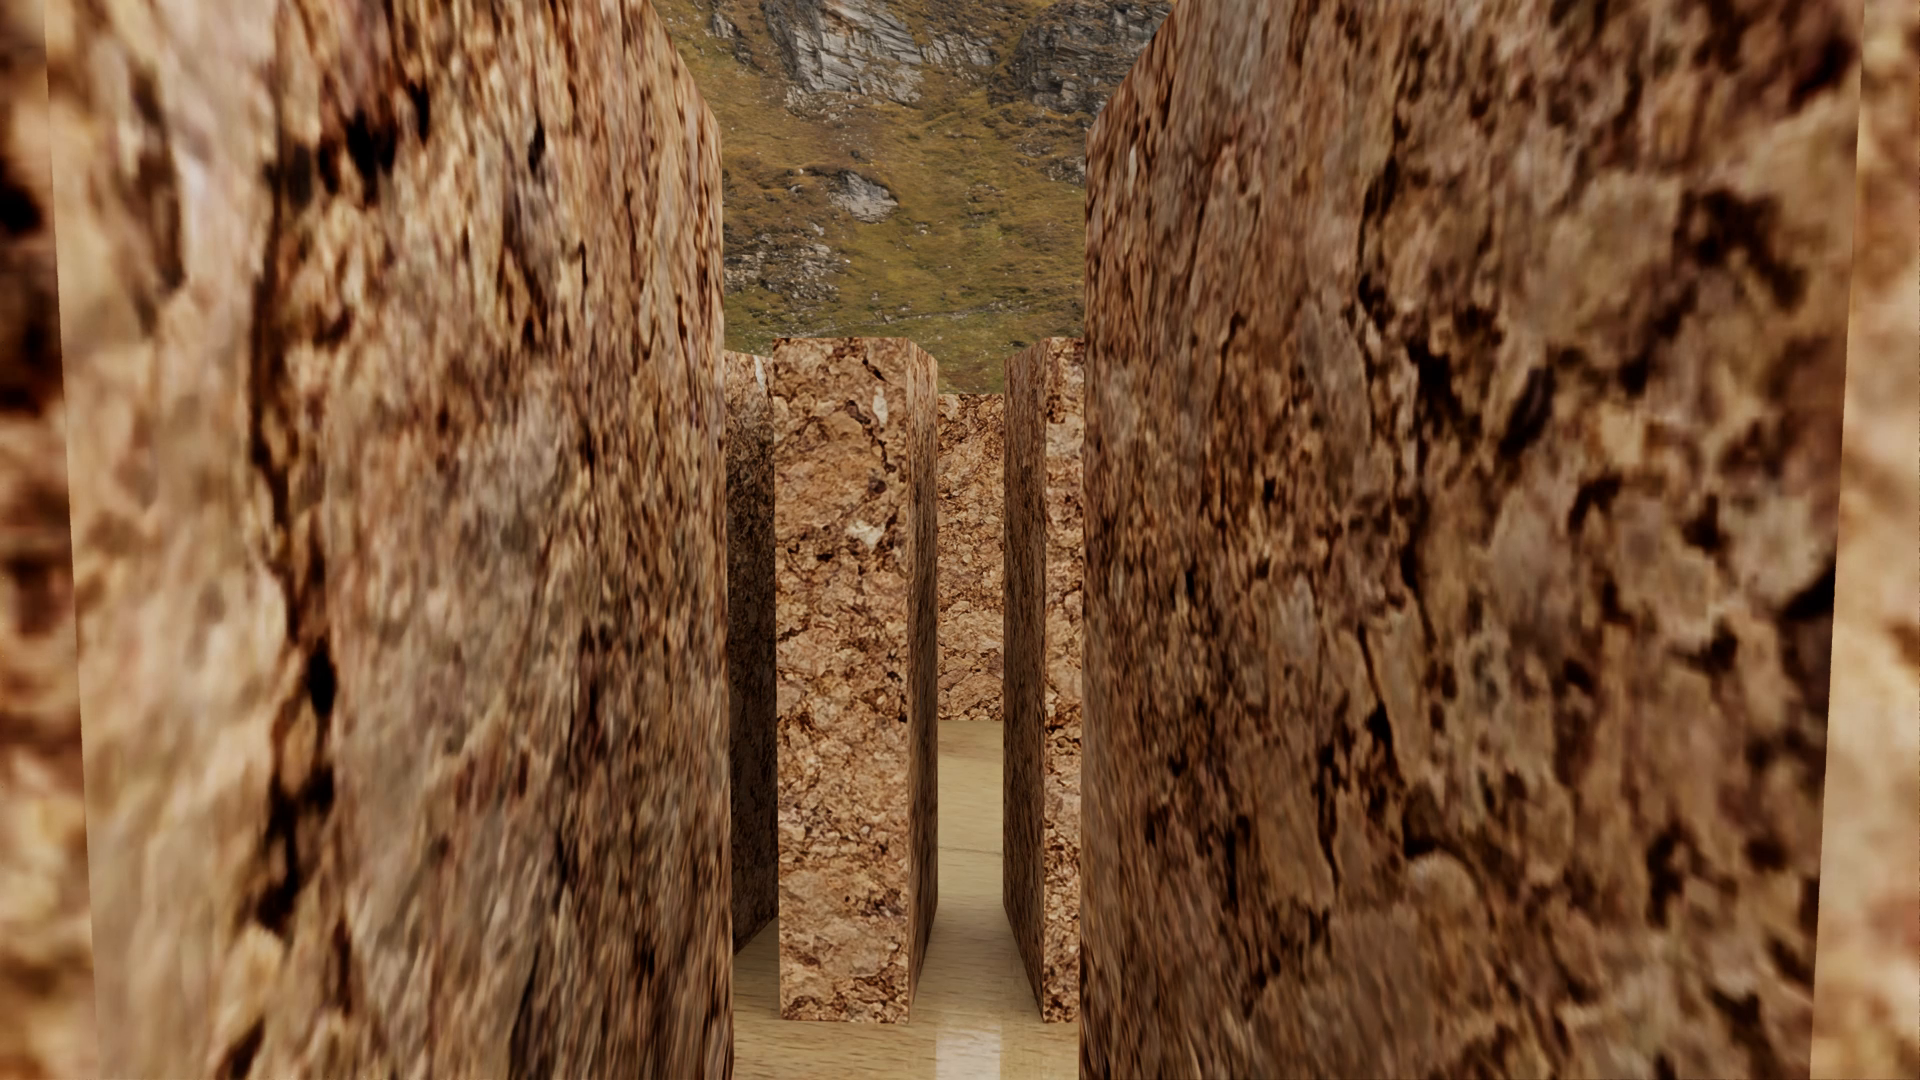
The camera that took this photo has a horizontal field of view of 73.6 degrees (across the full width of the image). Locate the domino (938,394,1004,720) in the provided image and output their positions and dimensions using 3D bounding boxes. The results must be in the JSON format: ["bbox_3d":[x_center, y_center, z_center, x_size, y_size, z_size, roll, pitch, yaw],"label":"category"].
[{"bbox_3d":[0.000,0.003,0.201,0.025,0.050,0.009,0,4,1],"label":"domino"}]

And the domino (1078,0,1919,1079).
[{"bbox_3d":[0.009,0.016,0.021,0.009,0.050,0.025,0,4,-4],"label":"domino"}]

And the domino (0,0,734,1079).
[{"bbox_3d":[-0.010,0.016,0.020,0.009,0.050,0.025,0,4,-3],"label":"domino"}]

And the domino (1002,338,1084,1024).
[{"bbox_3d":[0.010,0.010,0.105,0.009,0.050,0.025,0,4,-5],"label":"domino"}]

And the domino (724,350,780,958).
[{"bbox_3d":[-0.023,0.009,0.107,0.009,0.050,0.025,1,4,13],"label":"domino"}]

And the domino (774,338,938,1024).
[{"bbox_3d":[-0.008,0.010,0.105,0.010,0.050,0.025,0,4,4],"label":"domino"}]
